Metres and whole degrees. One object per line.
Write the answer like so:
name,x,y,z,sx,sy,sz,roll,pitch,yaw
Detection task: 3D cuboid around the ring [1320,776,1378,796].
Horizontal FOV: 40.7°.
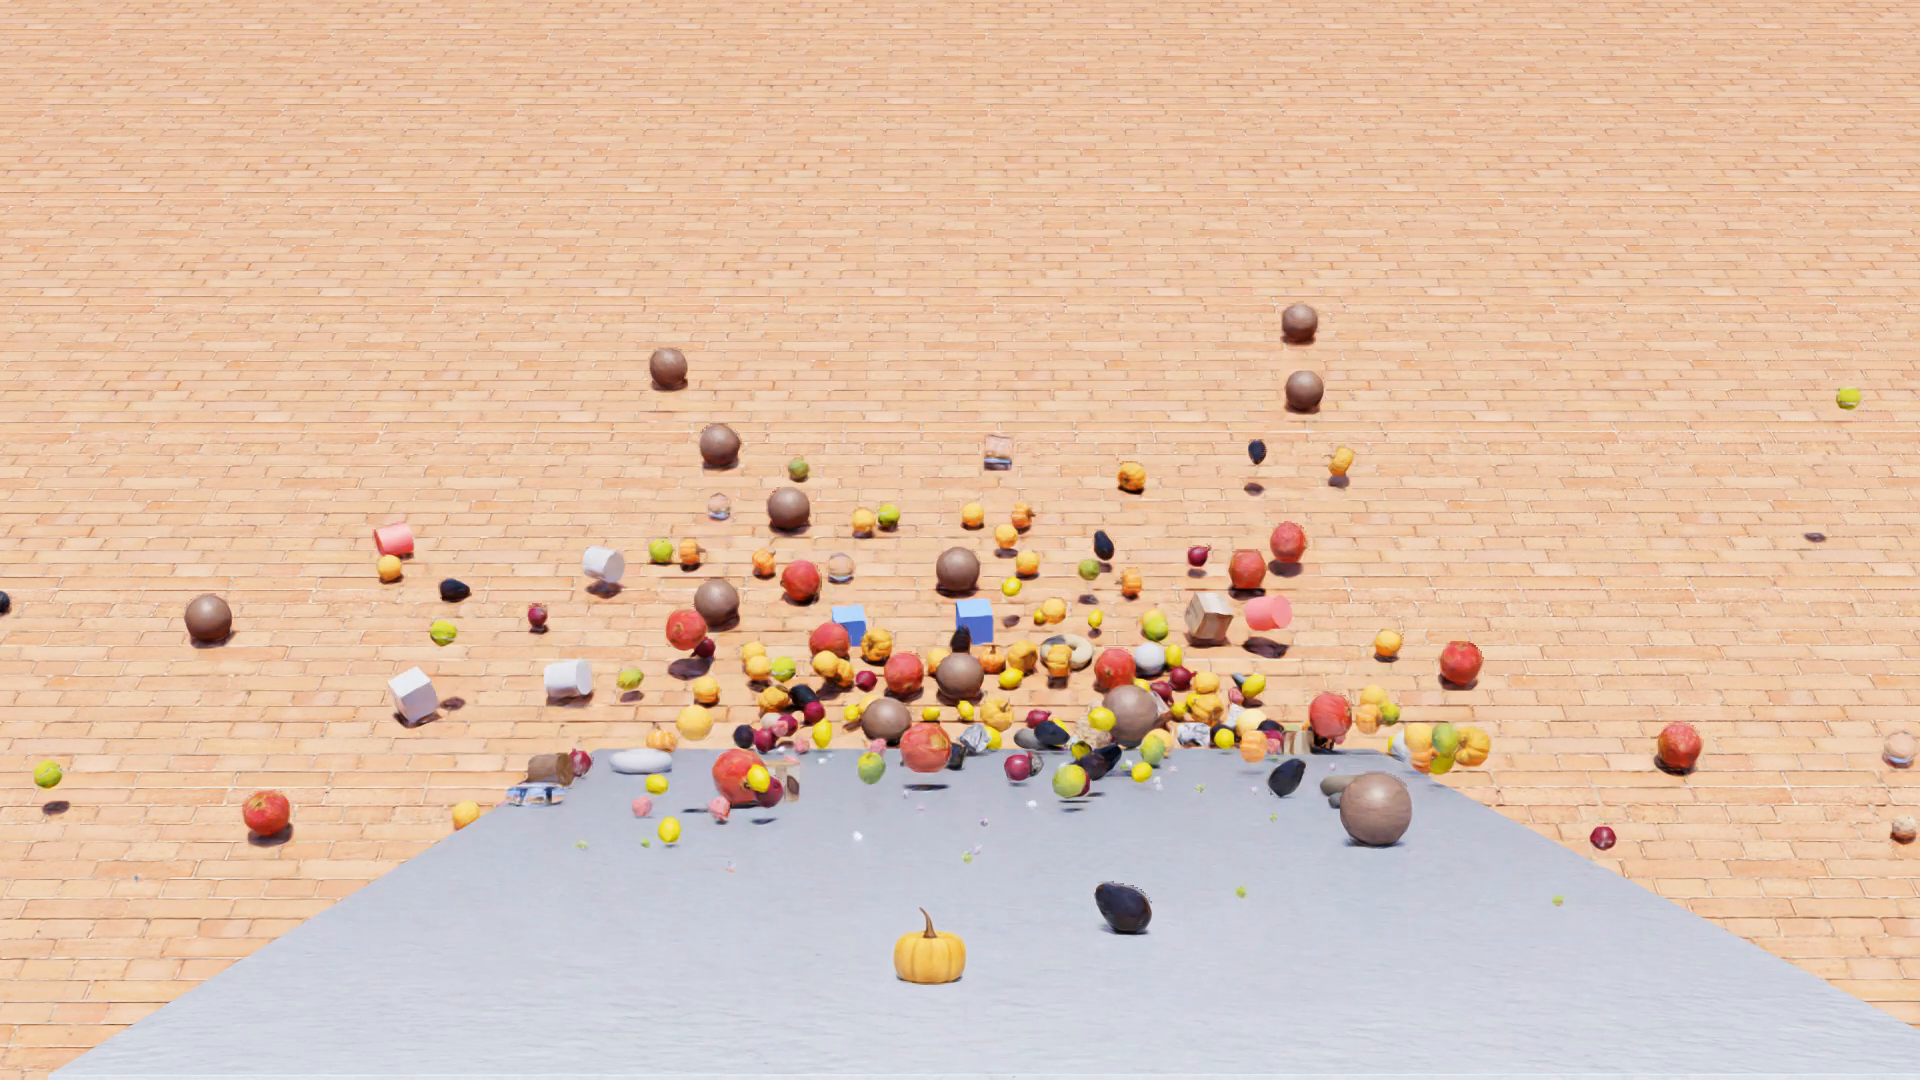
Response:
ring,0.821,0.519,5.452,0.121,0.040,0.121,-1,-1,0

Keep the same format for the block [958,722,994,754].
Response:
block,0.038,0.494,6.434,0.054,0.054,0.054,-42,5,-20

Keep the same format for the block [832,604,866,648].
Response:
block,-0.311,0.243,7.253,0.084,0.084,0.084,-4,30,-7

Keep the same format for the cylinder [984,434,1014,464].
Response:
cylinder,0.123,-0.286,8.160,0.085,0.085,0.085,7,30,-1

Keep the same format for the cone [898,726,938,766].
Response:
cone,-0.099,0.489,6.174,0.096,0.096,0.096,0,0,0

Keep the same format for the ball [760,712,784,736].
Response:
ball,-0.496,0.485,6.846,0.062,0.062,0.062,0,30,0

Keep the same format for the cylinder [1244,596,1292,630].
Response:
cylinder,0.855,0.203,7.170,0.093,0.093,0.093,-8,18,43

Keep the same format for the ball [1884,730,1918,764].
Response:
ball,2.450,0.539,6.730,0.084,0.084,0.084,0,30,0

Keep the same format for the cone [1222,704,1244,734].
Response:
cone,0.723,0.489,6.868,0.078,0.078,0.078,-44,46,-16

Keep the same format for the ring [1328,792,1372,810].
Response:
ring,0.786,0.525,5.207,0.087,0.029,0.087,-1,0,0

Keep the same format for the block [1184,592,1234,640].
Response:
block,0.695,0.212,7.234,0.091,0.091,0.091,6,36,-23

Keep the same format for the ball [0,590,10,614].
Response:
ball,-2.748,0.176,7.387,0.068,0.068,0.068,0,30,0

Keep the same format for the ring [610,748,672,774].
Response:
ring,-0.740,0.514,6.005,0.146,0.049,0.146,1,1,0

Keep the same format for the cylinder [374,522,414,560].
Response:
cylinder,-1.675,0.003,7.660,0.092,0.092,0.092,-18,34,-22

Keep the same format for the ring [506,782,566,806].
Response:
ring,-0.866,0.520,5.281,0.123,0.041,0.123,-1,1,0

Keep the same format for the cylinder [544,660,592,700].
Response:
cylinder,-1.057,0.376,6.973,0.097,0.097,0.097,-9,26,18

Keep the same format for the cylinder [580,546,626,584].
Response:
cylinder,-1.030,0.072,7.470,0.090,0.090,0.090,13,32,34

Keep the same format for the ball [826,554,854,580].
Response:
ball,-0.348,0.079,7.545,0.081,0.081,0.081,0,30,0

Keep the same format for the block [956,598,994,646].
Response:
block,0.041,0.230,7.269,0.091,0.091,0.091,-4,30,-7

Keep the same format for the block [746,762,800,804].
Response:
block,-0.386,0.500,5.338,0.079,0.079,0.079,0,0,34

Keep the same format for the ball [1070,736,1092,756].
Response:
ball,0.300,0.506,6.405,0.058,0.058,0.058,0,30,0

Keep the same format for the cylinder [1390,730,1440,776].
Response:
cylinder,1.125,0.527,6.392,0.092,0.092,0.092,-7,15,-12

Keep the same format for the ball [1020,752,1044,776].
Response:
ball,0.164,0.512,5.898,0.052,0.052,0.052,0,30,0

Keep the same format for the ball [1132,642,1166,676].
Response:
ball,0.519,0.327,7.098,0.090,0.090,0.090,0,30,0

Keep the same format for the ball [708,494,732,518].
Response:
ball,-0.732,-0.105,7.876,0.075,0.075,0.075,0,30,0

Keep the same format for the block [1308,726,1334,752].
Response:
block,0.919,0.506,6.589,0.060,0.060,0.060,0,0,12

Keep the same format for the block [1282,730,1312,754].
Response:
block,0.847,0.507,6.496,0.057,0.057,0.057,0,0,37

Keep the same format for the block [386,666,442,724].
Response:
block,-1.456,0.413,6.894,0.092,0.092,0.092,-30,38,-22

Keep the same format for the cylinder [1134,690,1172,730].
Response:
cylinder,0.513,0.452,6.858,0.073,0.073,0.073,-20,58,-31

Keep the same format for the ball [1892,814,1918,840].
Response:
ball,2.353,0.715,6.440,0.063,0.063,0.063,0,30,0

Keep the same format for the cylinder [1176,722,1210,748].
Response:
cylinder,0.608,0.507,6.733,0.062,0.062,0.062,-9,18,42

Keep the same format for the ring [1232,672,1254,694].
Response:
ring,0.768,0.389,7.013,0.025,0.075,0.075,-43,41,-6

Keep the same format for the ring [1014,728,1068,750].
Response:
ring,0.207,0.513,6.670,0.139,0.046,0.139,1,1,0

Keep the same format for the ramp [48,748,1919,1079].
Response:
ramp,0.066,0.591,4.644,2.000,0.100,4.000,0,0,0

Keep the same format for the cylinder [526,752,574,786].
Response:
cylinder,-0.878,0.496,5.546,0.073,0.073,0.073,-7,26,22

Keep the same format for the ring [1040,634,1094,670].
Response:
ring,0.295,0.310,7.169,0.149,0.050,0.149,-2,26,1

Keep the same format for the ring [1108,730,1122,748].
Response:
ring,0.387,0.518,6.828,0.078,0.026,0.078,0,35,0

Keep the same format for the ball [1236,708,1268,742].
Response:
ball,0.769,0.487,6.805,0.087,0.087,0.087,0,30,0

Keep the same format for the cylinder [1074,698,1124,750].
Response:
cylinder,0.326,0.435,6.101,0.089,0.089,0.089,28,10,-5
